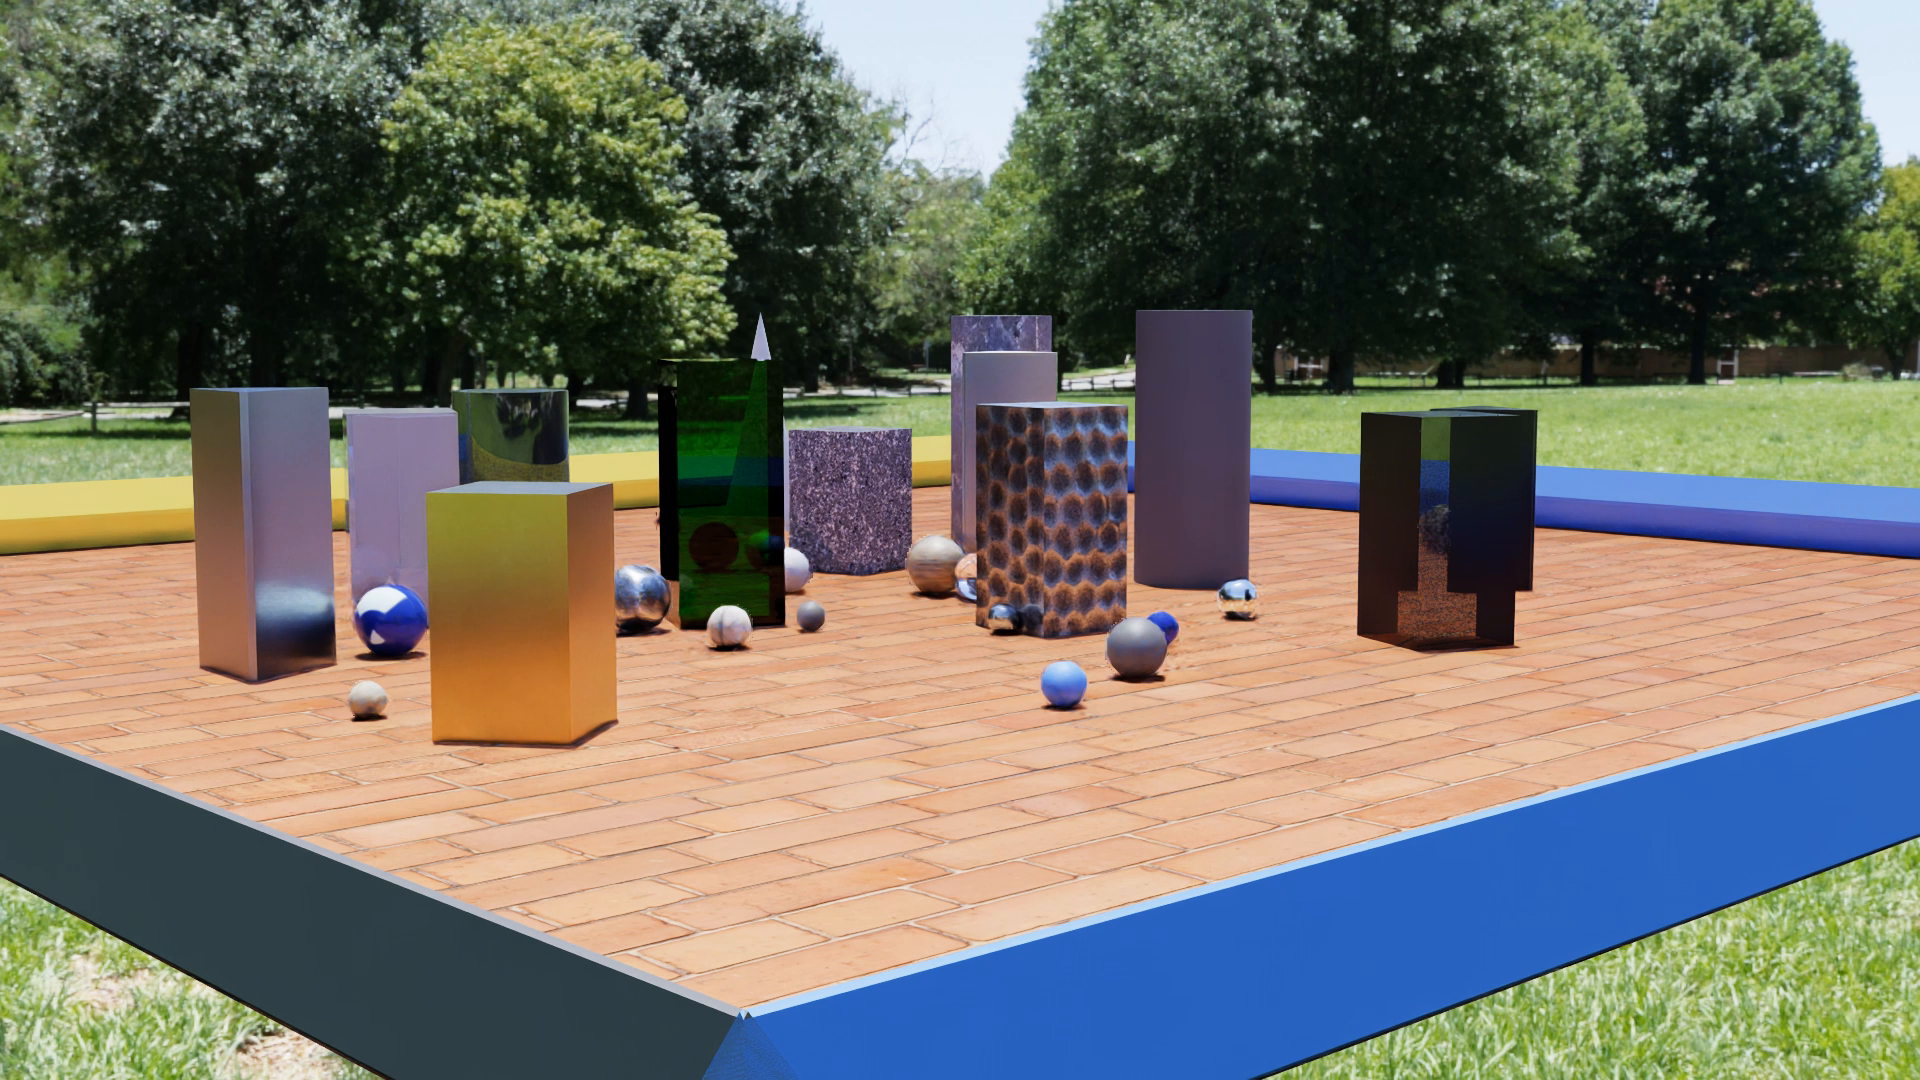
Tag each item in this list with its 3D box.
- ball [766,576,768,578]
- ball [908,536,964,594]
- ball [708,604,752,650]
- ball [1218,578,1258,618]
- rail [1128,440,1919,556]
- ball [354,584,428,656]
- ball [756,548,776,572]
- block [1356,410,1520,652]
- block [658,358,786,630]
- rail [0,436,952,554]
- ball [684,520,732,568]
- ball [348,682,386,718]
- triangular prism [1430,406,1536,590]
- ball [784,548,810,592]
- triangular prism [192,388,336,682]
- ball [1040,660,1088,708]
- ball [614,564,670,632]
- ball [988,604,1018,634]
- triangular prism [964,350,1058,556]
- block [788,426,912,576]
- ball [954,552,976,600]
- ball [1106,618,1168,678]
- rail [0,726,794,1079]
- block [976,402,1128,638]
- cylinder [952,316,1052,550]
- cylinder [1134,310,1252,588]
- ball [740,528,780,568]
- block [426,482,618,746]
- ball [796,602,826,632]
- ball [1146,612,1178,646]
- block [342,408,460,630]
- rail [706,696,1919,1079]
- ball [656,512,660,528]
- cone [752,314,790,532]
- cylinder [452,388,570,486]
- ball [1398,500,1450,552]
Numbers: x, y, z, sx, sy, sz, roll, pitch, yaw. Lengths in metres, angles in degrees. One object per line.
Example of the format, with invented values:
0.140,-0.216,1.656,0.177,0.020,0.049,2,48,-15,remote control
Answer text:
-0.283,0.049,3.500,0.053,0.053,0.053,0,6,0,ball
-0.036,0.039,3.409,0.092,0.092,0.092,0,6,0,ball
-0.301,0.114,2.870,0.057,0.057,0.057,0,6,0,ball
0.399,0.084,3.151,0.058,0.058,0.058,0,6,0,ball
1.198,-0.085,4.432,0.045,0.121,3.293,-6,8,-42,rail
-0.728,0.102,2.812,0.092,0.092,0.092,0,6,0,ball
-0.324,0.033,3.711,0.041,0.041,0.041,0,6,0,ball
0.636,-0.016,2.930,0.149,0.303,0.149,-2,6,-20,block
-0.339,-0.070,3.115,0.149,0.370,0.149,-2,6,-18,block
-1.101,-0.094,4.518,3.309,0.121,0.045,-6,8,-42,rail
-0.430,0.006,3.756,0.084,0.084,0.084,0,6,0,ball
-0.643,0.173,2.386,0.040,0.040,0.040,0,6,0,ball
0.837,-0.071,3.535,0.161,0.284,0.140,1,6,13,triangular prism
-0.268,0.047,3.437,0.069,0.069,0.069,0,6,0,ball
-0.841,-0.014,2.709,0.140,0.345,0.161,-5,8,-40,triangular prism
0.116,0.161,2.452,0.052,0.052,0.052,0,6,0,ball
-0.444,0.080,3.017,0.093,0.093,0.093,0,6,0,ball
0.059,0.107,2.999,0.042,0.042,0.042,0,6,0,ball
0.081,-0.146,3.847,0.161,0.366,0.140,0,6,-4,triangular prism
-0.186,-0.070,3.745,0.149,0.238,0.149,4,7,34,block
0.027,0.055,3.349,0.072,0.072,0.072,0,6,0,ball
0.212,0.130,2.645,0.073,0.073,0.073,0,6,0,ball
-1.198,0.148,2.233,0.045,0.121,3.293,-6,8,-42,rail
0.127,-0.033,3.052,0.149,0.310,0.149,-5,8,-37,block
0.076,-0.201,4.081,0.186,0.428,0.186,0,6,0,cylinder
0.376,-0.151,3.557,0.186,0.439,0.186,0,6,0,cylinder
-0.342,0.013,3.759,0.070,0.070,0.070,0,6,0,ball
-0.457,0.073,2.308,0.149,0.257,0.149,1,6,9,block
-0.205,0.105,3.028,0.041,0.041,0.041,0,6,0,ball
0.265,0.117,2.893,0.046,0.046,0.046,0,6,0,ball
-0.792,-0.034,3.120,0.149,0.298,0.149,-2,6,-18,block
1.101,0.157,2.146,3.309,0.121,0.045,-6,8,-42,rail
-0.585,-0.040,4.377,0.044,0.044,0.044,0,6,0,ball
-0.400,-0.242,4.431,0.186,0.435,0.186,0,6,0,cone
-0.730,-0.089,3.583,0.186,0.309,0.186,0,6,0,cylinder
0.845,-0.025,4.007,0.093,0.093,0.093,0,6,0,ball
